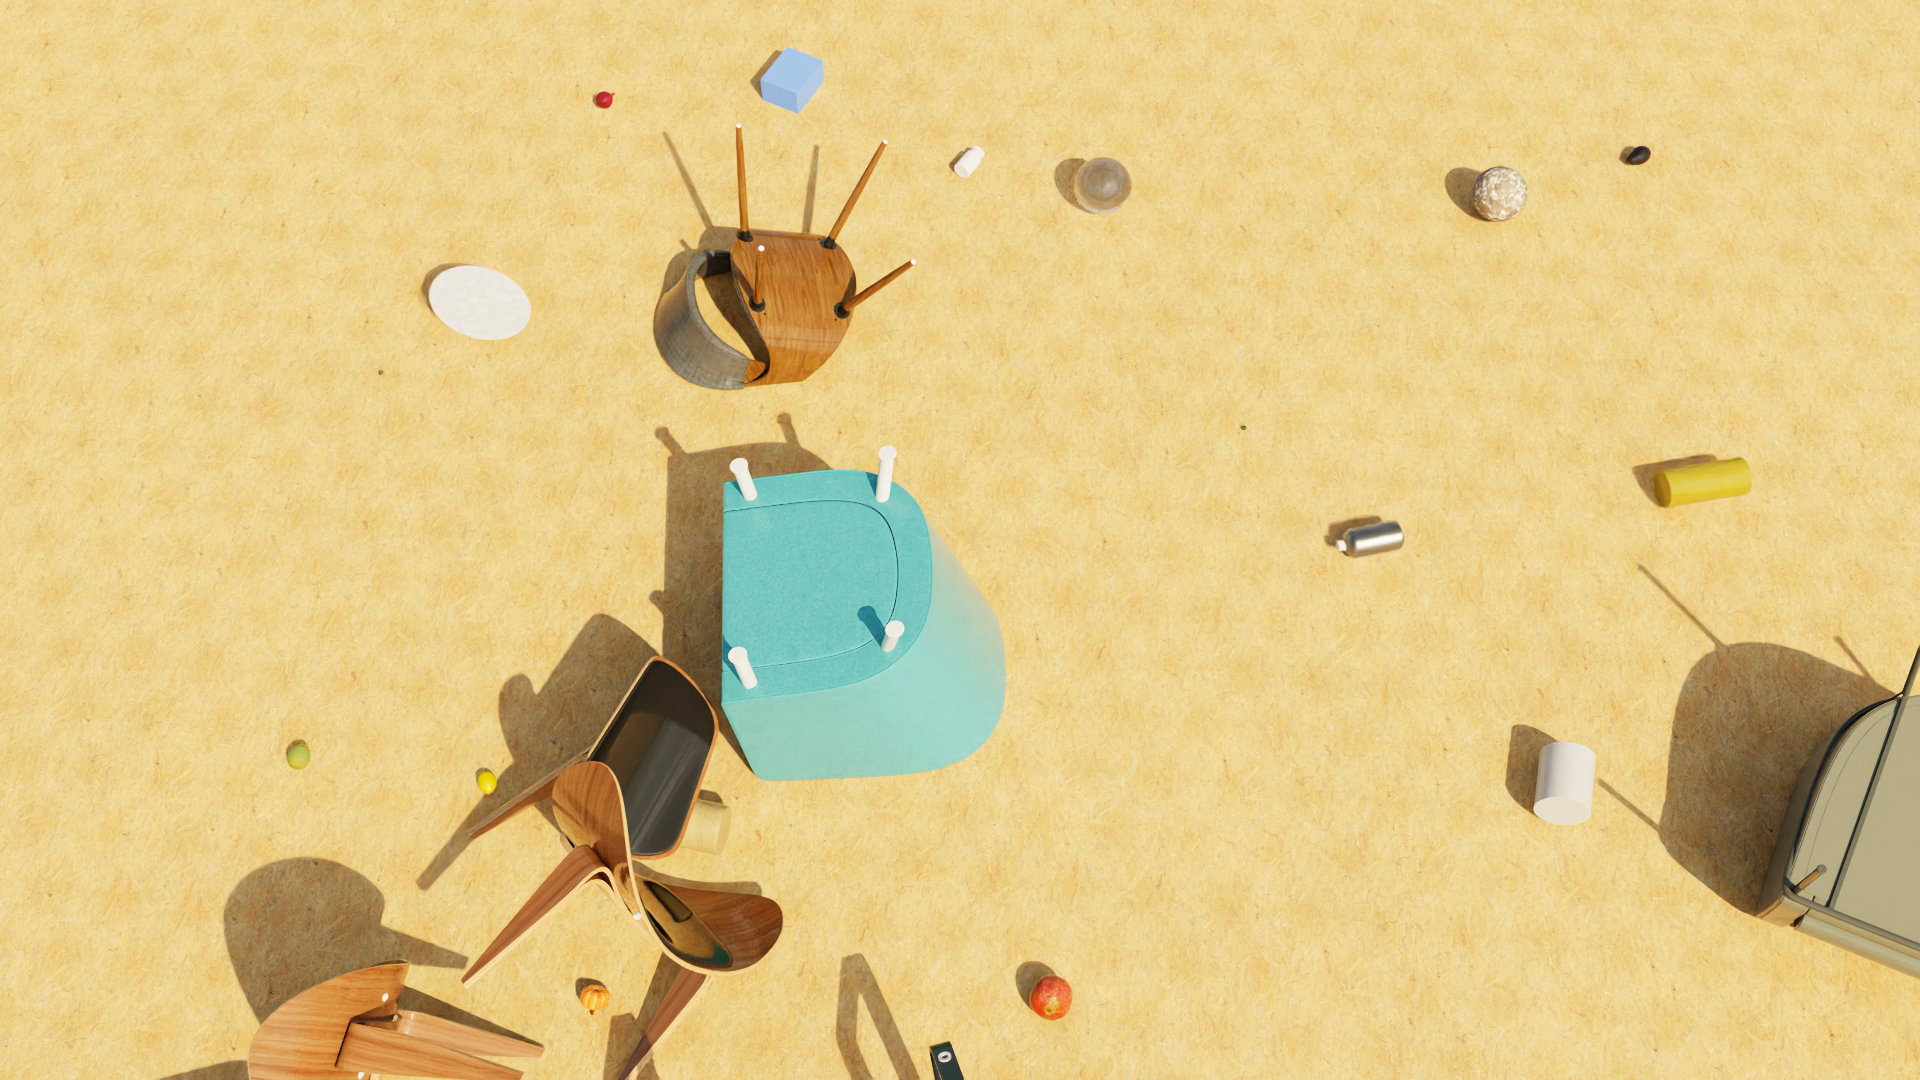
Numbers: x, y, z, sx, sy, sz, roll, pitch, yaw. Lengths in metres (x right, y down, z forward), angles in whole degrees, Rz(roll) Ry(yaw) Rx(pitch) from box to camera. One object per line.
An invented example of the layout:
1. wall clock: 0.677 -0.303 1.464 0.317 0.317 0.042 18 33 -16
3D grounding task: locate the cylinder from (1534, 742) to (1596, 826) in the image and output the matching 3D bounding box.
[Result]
1. cylinder: 1.660 0.668 6.033 0.150 0.155 0.175 23 56 -8

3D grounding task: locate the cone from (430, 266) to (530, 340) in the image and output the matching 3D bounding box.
1. cone: -1.505 -0.795 7.043 0.331 0.244 0.212 11 27 3

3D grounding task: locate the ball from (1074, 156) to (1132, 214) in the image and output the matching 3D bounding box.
1. ball: 0.472 -1.168 7.244 0.188 0.188 0.188 0 56 0

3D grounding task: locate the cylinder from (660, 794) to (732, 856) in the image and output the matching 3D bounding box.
1. cylinder: -0.717 0.773 5.974 0.159 0.135 0.137 11 98 7

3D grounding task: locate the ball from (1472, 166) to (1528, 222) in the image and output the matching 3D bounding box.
1. ball: 1.774 -1.137 7.228 0.182 0.182 0.182 0 56 0

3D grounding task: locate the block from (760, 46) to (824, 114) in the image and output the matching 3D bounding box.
1. block: -0.577 -1.585 7.580 0.143 0.096 0.181 24 59 15

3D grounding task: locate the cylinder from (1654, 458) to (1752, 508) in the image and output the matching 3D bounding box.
1. cylinder: 2.237 -0.172 6.622 0.256 0.113 0.116 -9 57 -6
